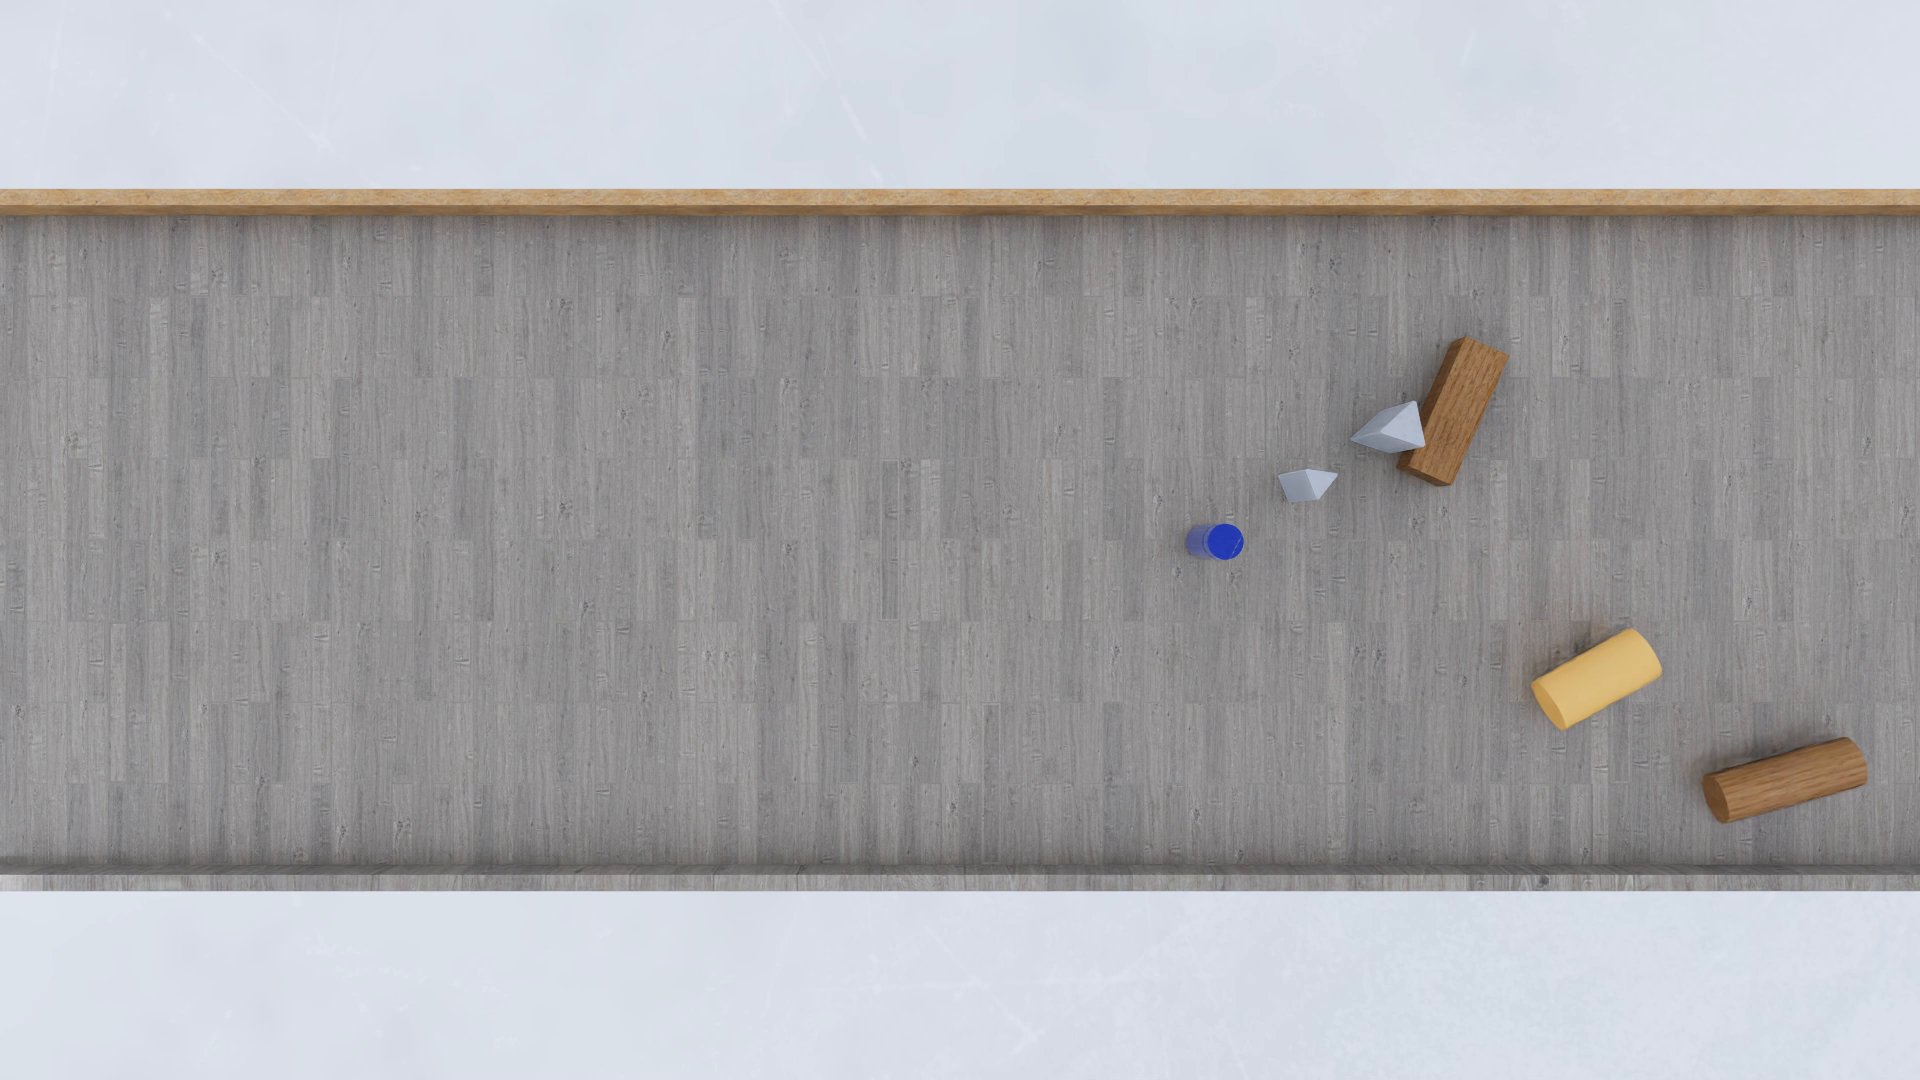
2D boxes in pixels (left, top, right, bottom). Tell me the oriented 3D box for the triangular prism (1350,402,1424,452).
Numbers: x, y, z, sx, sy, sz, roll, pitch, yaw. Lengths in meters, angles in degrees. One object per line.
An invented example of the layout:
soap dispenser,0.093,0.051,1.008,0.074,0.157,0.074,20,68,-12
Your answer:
triangular prism,1.282,-0.343,4.894,0.132,0.366,0.114,18,90,0

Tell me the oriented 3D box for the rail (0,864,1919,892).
rail,-2.247,1.025,5.001,12.000,0.150,0.050,0,90,0

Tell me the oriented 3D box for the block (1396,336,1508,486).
block,1.492,-0.387,5.005,0.143,0.143,0.424,24,90,0

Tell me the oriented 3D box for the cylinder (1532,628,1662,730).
cylinder,1.925,0.420,4.992,0.330,0.169,0.169,-29,90,0

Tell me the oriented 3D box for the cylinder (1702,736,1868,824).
cylinder,2.498,0.727,5.000,0.431,0.153,0.153,-15,90,0

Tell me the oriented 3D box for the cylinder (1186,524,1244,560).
cylinder,0.745,0.005,4.852,0.101,0.450,0.101,0,90,0

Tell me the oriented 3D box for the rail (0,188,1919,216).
rail,-2.247,-1.025,5.002,12.000,0.150,0.050,0,90,0

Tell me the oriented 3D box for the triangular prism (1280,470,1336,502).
triangular prism,1.011,-0.175,4.876,0.079,0.402,0.091,38,90,0
